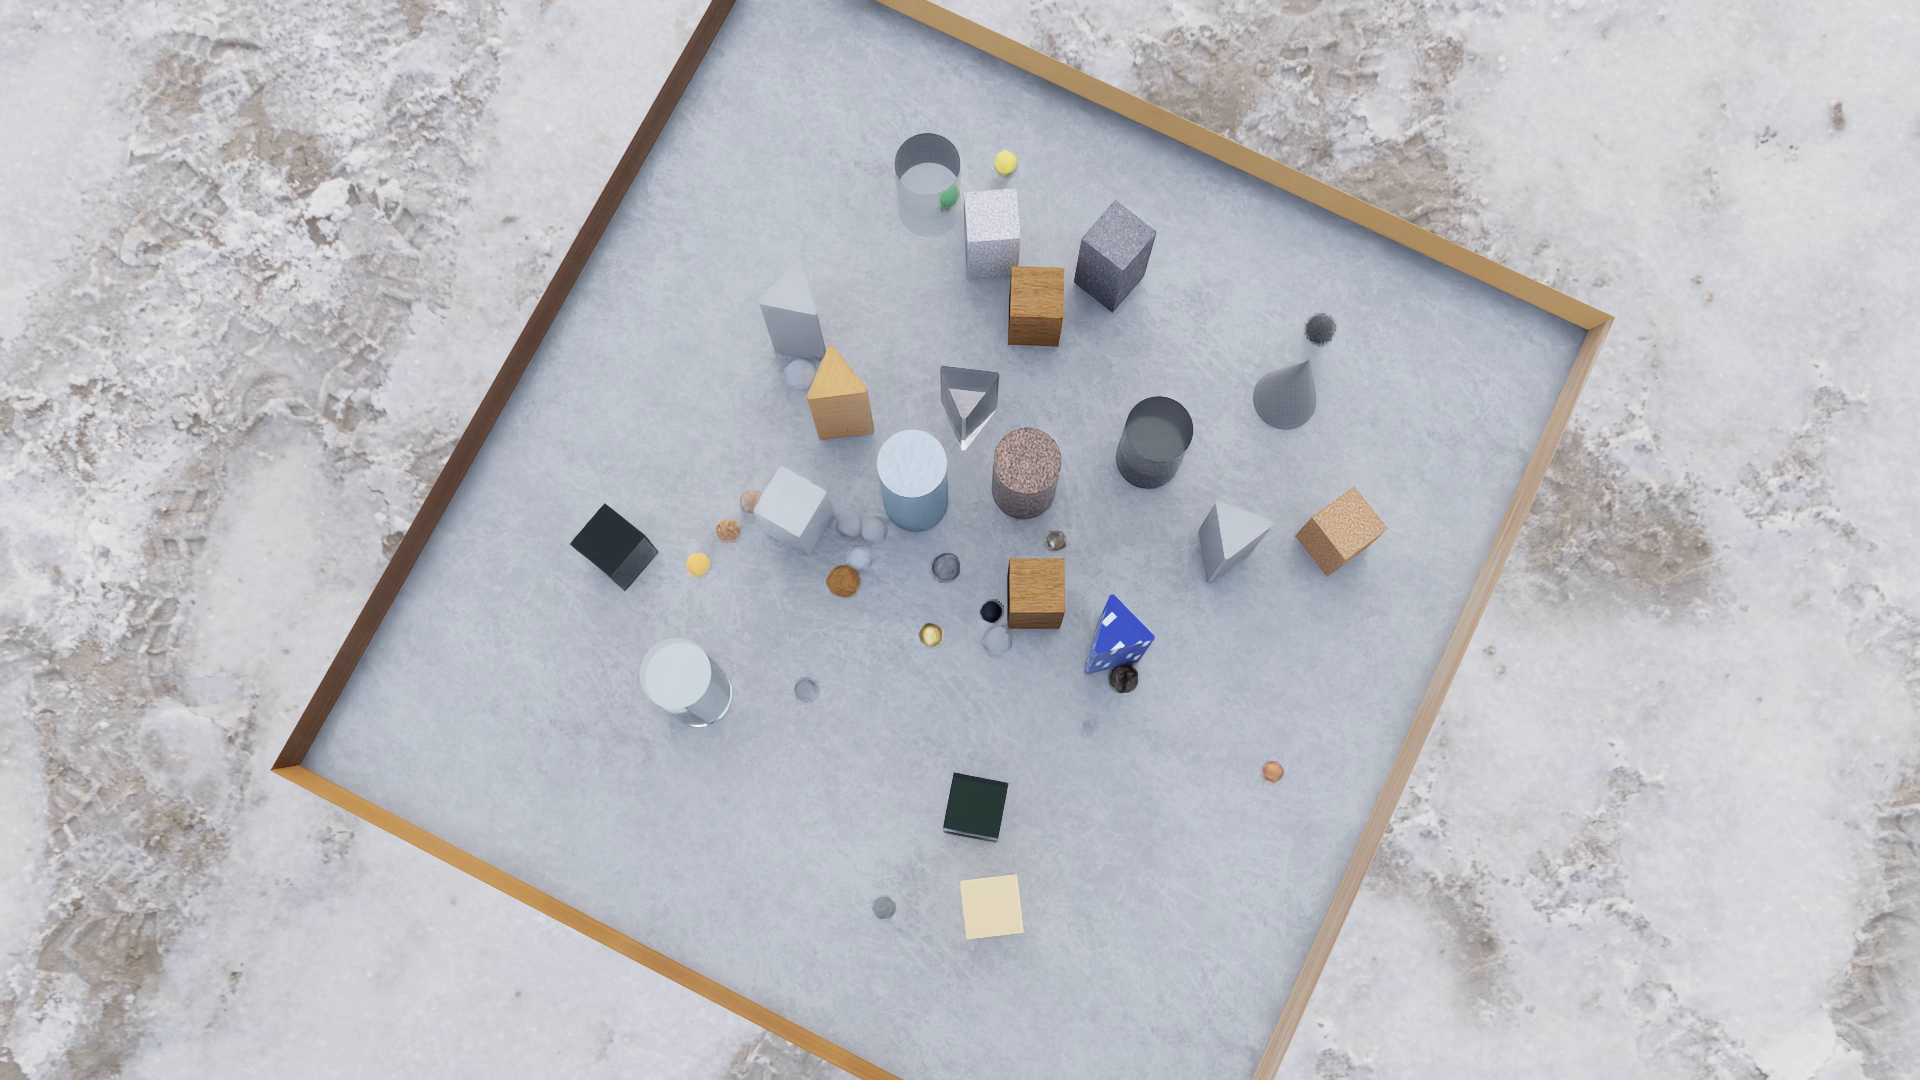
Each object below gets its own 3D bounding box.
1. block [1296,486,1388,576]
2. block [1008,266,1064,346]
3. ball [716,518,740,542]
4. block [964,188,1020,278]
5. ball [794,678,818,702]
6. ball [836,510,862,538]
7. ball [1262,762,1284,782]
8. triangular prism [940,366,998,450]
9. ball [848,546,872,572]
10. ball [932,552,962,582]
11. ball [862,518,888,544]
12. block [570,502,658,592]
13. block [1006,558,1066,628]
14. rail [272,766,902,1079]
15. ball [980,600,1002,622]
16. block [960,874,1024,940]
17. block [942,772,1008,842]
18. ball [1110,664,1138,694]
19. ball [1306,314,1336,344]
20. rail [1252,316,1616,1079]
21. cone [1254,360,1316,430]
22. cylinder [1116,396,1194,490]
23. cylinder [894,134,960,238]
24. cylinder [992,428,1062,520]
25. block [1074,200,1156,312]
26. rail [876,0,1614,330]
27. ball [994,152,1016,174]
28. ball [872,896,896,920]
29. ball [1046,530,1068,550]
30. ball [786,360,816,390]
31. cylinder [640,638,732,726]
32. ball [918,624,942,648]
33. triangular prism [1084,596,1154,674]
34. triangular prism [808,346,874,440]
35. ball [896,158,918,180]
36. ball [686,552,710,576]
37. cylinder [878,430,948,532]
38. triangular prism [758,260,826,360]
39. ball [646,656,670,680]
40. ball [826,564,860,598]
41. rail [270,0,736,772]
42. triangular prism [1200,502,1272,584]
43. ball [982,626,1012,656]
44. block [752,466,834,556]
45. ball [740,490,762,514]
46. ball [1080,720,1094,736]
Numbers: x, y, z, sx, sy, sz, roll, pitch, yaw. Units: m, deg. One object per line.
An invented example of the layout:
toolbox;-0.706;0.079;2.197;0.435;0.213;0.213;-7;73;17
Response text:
block;1.138;-0.023;5.482;0.158;0.272;0.158;-35;80;-7
block;0.232;-0.715;5.623;0.158;0.276;0.158;2;78;0
ball;-0.708;-0.032;5.587;0.071;0.071;0.071;0;78;0
block;0.097;-0.941;5.648;0.158;0.321;0.158;-4;78;-1
ball;-0.461;0.450;5.488;0.069;0.069;0.069;0;78;0
ball;-0.338;-0.048;5.585;0.082;0.082;0.082;0;78;0
ball;0.930;0.688;5.442;0.062;0.062;0.062;0;78;0
triangular prism;0.003;-0.425;5.519;0.149;0.364;0.172;36;81;7
ball;-0.305;0.057;5.566;0.076;0.076;0.076;0;78;0
ball;-0.041;0.083;5.555;0.088;0.088;0.088;0;78;0
ball;-0.259;-0.028;5.581;0.080;0.080;0.080;0;78;0
block;-1.032;0.024;5.487;0.158;0.243;0.158;38;81;7
block;0.223;0.161;5.428;0.158;0.303;0.158;0;78;0
rail;-0.669;1.317;5.277;2.982;0.129;0.045;26;80;5
ball;0.095;0.217;5.538;0.066;0.066;0.066;0;78;0
block;0.087;1.044;5.212;0.158;0.369;0.158;-6;78;-1
block;0.045;0.777;5.303;0.158;0.299;0.158;11;79;2
ball;0.492;0.415;5.486;0.087;0.087;0.087;0;78;0
ball;1.122;-0.655;5.705;0.093;0.093;0.093;0;78;0
rail;1.312;0.649;5.415;0.045;0.129;3.040;26;80;5
cone;1.012;-0.481;5.504;0.198;0.415;0.198;0;78;0
cylinder;0.581;-0.289;5.501;0.198;0.343;0.198;0;78;0
cylinder;-0.097;-1.092;5.664;0.198;0.350;0.198;0;78;0
cylinder;0.196;-0.195;5.479;0.198;0.348;0.198;0;78;0
block;0.470;-0.862;5.600;0.158;0.382;0.158;39;81;7
rail;0.669;-1.304;5.820;2.982;0.129;0.045;26;80;5
ball;0.144;-1.200;5.828;0.072;0.072;0.072;0;78;0
ball;-0.221;1.076;5.359;0.068;0.068;0.068;0;78;0
ball;0.294;0.001;5.584;0.064;0.064;0.064;0;78;0
ball;-0.494;-0.512;5.674;0.095;0.095;0.095;0;78;0
cylinder;-0.785;0.416;5.289;0.198;0.474;0.198;0;78;0
ball;-0.088;0.287;5.520;0.072;0.072;0.072;0;78;0
triangular prism;0.442;0.268;5.334;0.172;0.445;0.149;-13;79;-3
triangular prism;-0.362;-0.442;5.474;0.172;0.458;0.149;-8;78;-2
ball;-0.167;-1.178;5.824;0.072;0.072;0.072;0;78;0
ball;-0.795;0.074;5.565;0.072;0.072;0.072;0;78;0
cylinder;-0.136;-0.169;5.411;0.198;0.471;0.198;0;78;0
triangular prism;-0.483;-0.696;5.532;0.172;0.447;0.149;12;79;2
ball;-0.906;0.385;5.499;0.075;0.075;0.075;0;78;0
ball;-0.354;0.125;5.540;0.099;0.099;0.099;0;78;0
rail;-1.312;-0.636;5.681;0.045;0.129;3.040;26;80;5
triangular prism;0.780;-0.015;5.423;0.172;0.385;0.149;-37;81;-7
ball;0.114;0.305;5.508;0.090;0.090;0.090;0;78;0
block;-0.496;-0.084;5.487;0.158;0.289;0.158;29;80;6
ball;-0.638;-0.116;5.604;0.071;0.071;0.071;0;78;0
ball;0.379;0.563;5.477;0.046;0.046;0.046;0;78;0
